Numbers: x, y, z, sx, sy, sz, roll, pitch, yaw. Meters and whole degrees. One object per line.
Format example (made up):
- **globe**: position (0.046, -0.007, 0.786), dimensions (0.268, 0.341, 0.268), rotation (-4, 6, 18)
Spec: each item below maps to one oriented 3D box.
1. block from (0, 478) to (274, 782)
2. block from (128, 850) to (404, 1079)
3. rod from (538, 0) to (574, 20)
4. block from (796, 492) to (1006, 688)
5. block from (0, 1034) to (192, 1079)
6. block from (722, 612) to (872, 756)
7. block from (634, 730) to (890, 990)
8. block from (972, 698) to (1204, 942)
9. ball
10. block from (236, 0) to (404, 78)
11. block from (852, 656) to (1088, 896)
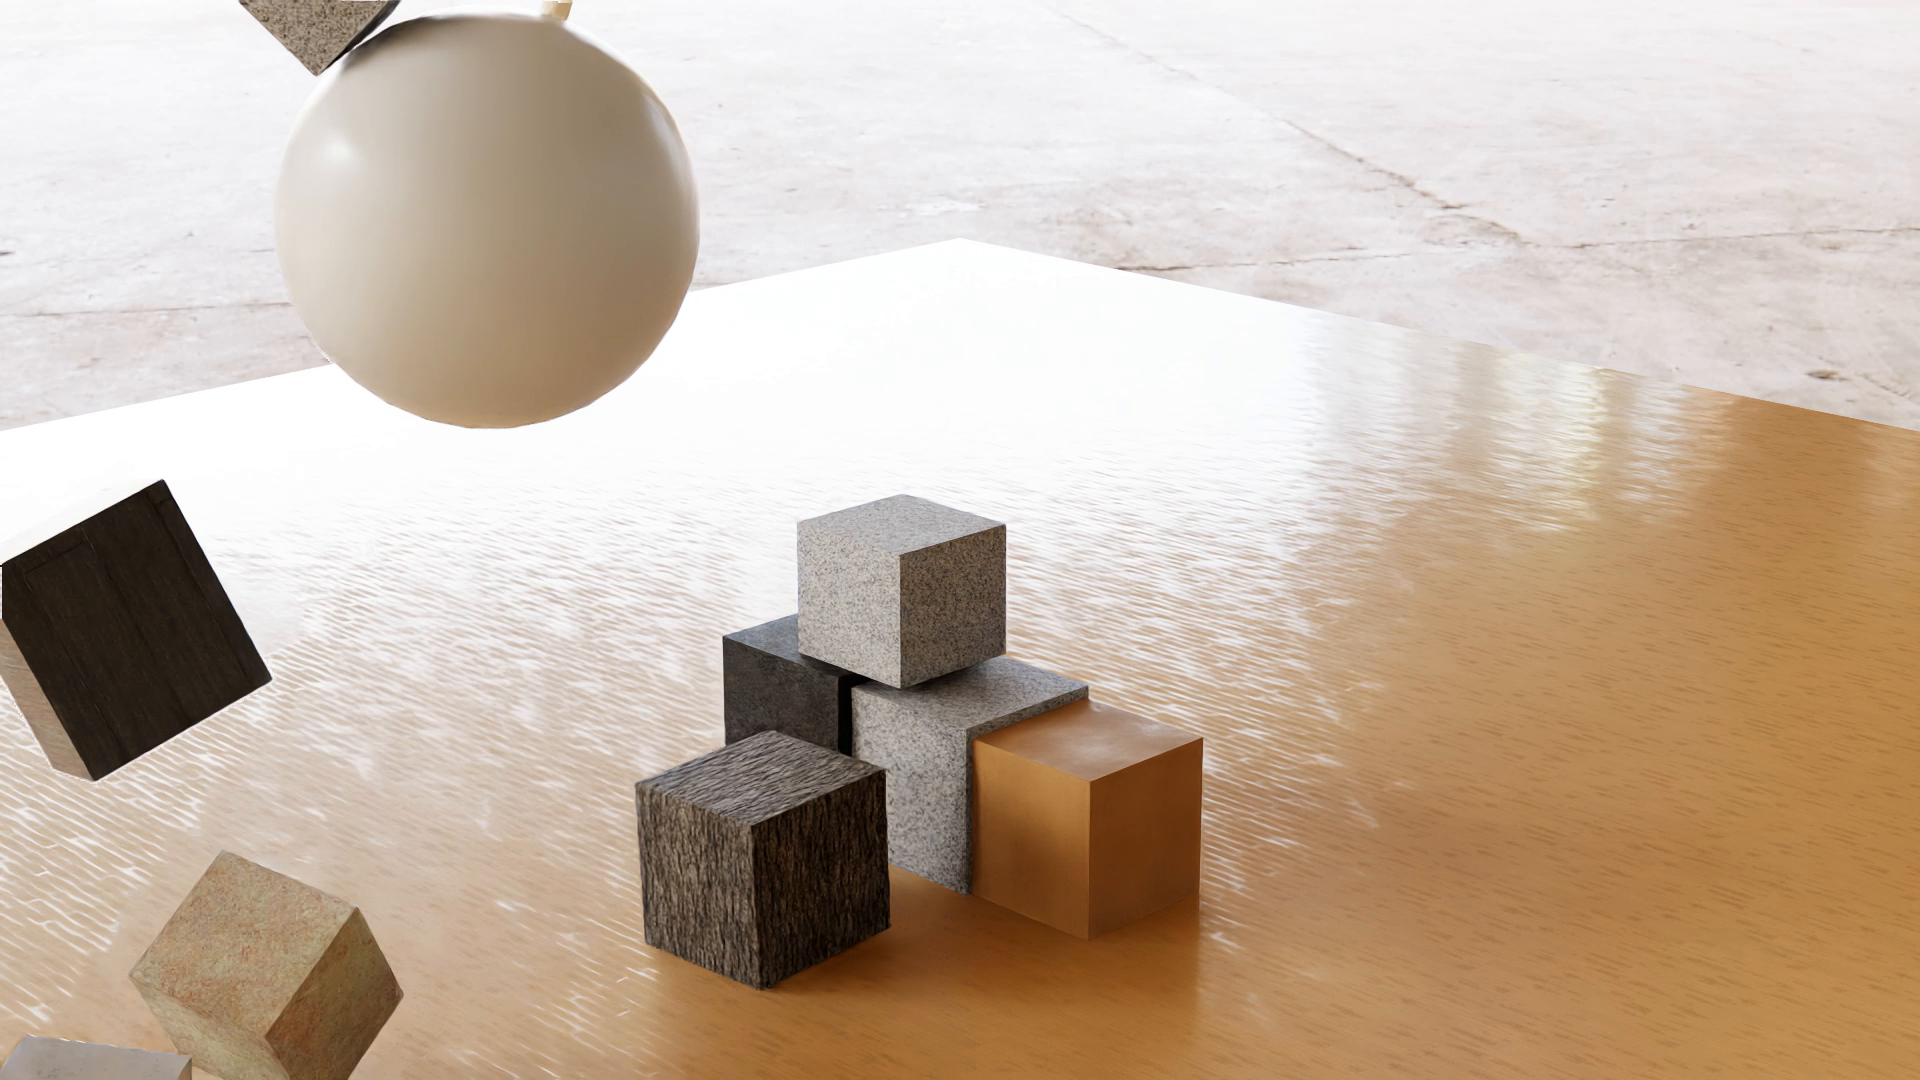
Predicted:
- **block**: position (-3.028, 0.306, 10.414), dimensions (0.707, 0.809, 0.675), rotation (-32, 15, -25)
- **block**: position (-2.639, 1.704, 11.213), dimensions (0.643, 0.669, 0.602), rotation (18, 56, 22)
- **rod**: position (-0.771, -4.462, 11.131), dimensions (0.080, 5.200, 0.080), rotation (17, -1, 42)
- **block**: position (-0.271, 0.225, 13.671), dimensions (0.679, 0.639, 0.699), rotation (-16, 24, -42)
- **block**: position (-3.069, 2.171, 10.262), dimensions (0.607, 0.603, 0.542), rotation (6, 23, 4)
- **block**: position (-0.528, 0.862, 14.156), dimensions (0.903, 0.867, 0.814), rotation (-17, 24, -42)
- **block**: position (-0.846, 1.368, 12.685), dimensions (0.719, 0.753, 0.795), rotation (14, 24, 40)
- **block**: position (0.569, 1.238, 13.153), dimensions (0.744, 0.751, 0.712), rotation (-17, 24, -42)
- **ball**: position (-1.780, -1.215, 11.094), dimensions (1.600, 1.600, 1.600), rotation (0, 17, 0)
- **block**: position (-2.288, -2.193, 10.729), dimensions (0.590, 0.609, 0.645), rotation (-40, 13, 23)
- **block**: position (0.047, 1.058, 13.639), dimensions (0.800, 0.804, 0.749), rotation (-17, 24, -42)
